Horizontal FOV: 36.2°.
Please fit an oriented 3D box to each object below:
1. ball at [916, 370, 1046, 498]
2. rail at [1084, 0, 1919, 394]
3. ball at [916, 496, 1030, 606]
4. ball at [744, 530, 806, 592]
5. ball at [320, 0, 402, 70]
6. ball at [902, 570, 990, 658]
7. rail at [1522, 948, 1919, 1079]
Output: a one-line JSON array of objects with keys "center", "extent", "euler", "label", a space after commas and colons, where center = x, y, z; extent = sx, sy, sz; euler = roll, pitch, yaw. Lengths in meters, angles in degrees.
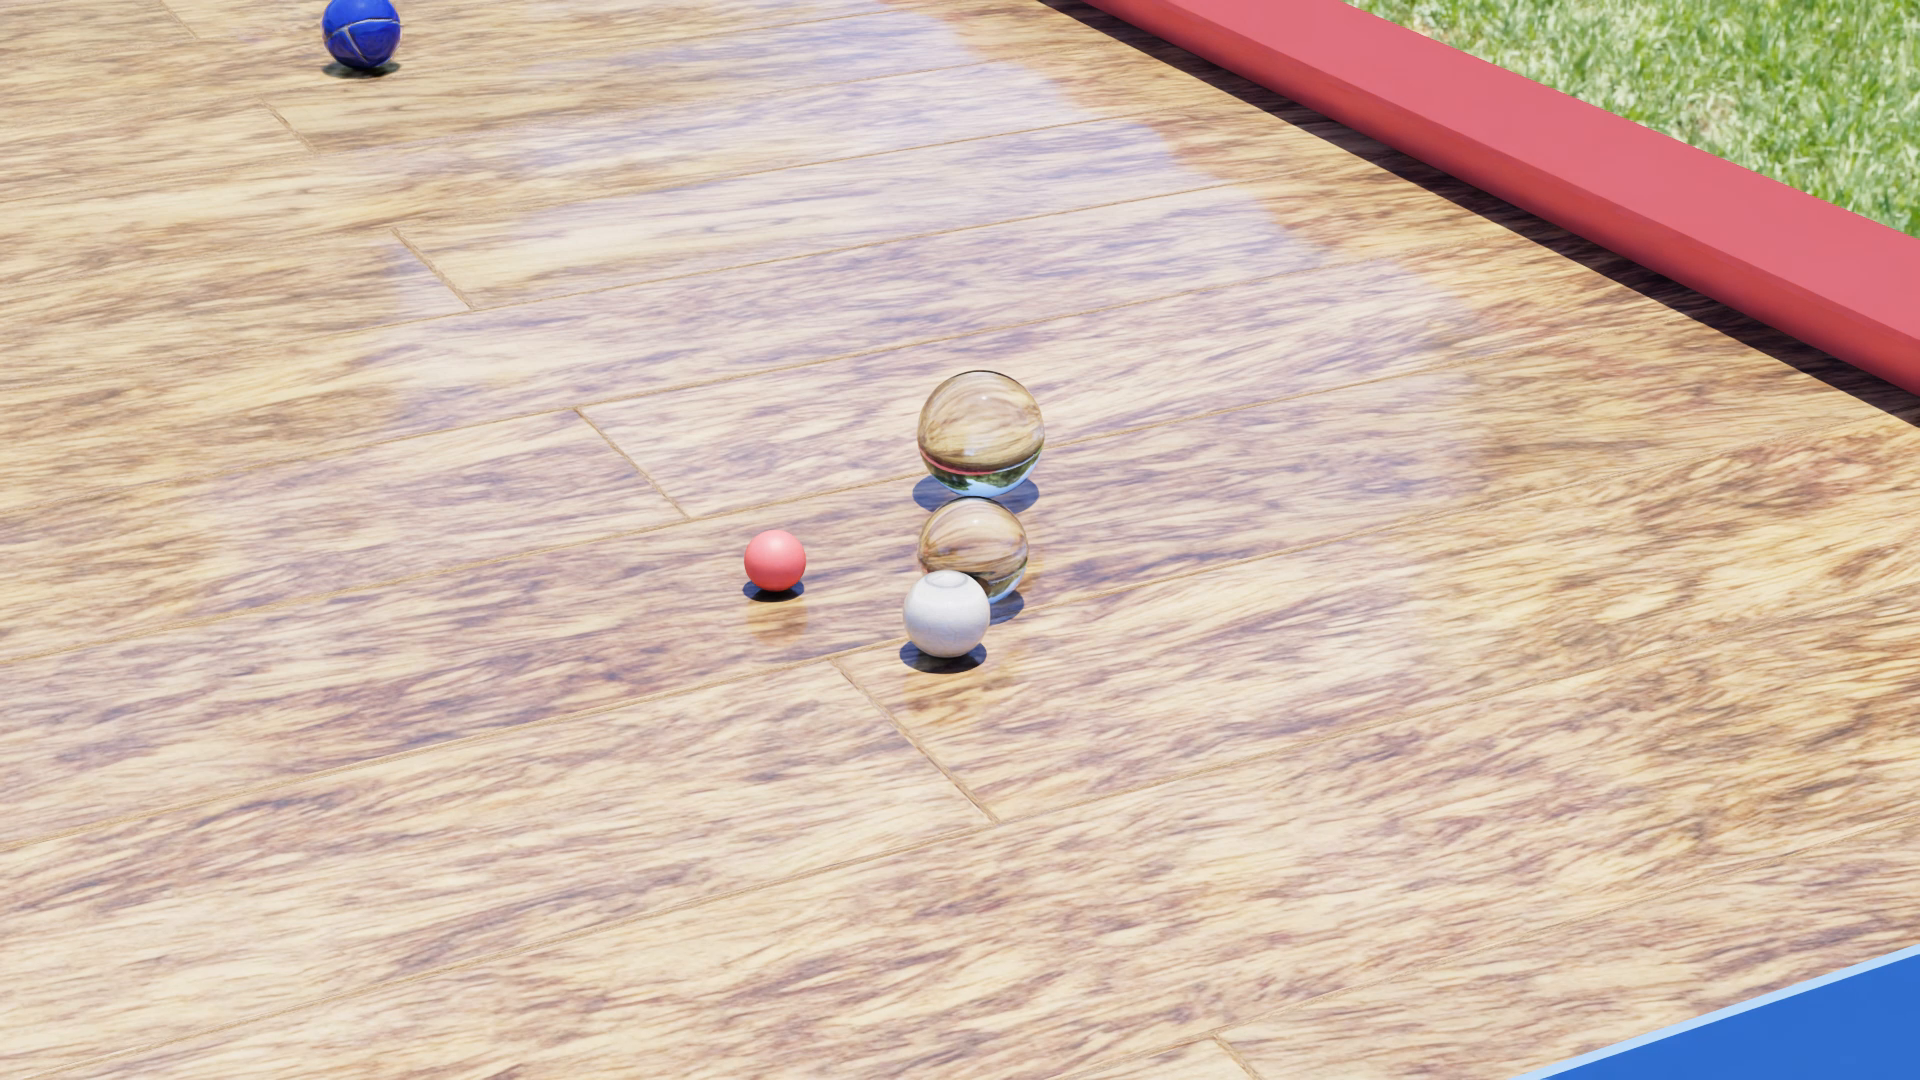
[{"center": [0.016, -0.081, 2.234], "extent": [0.098, 0.098, 0.098], "euler": [0, 25, 0], "label": "ball"}, {"center": [0.384, -0.497, 3.086], "extent": [0.045, 0.127, 3.253], "euler": [-12, 28, -24], "label": "rail"}, {"center": [0.009, 0.008, 2.067], "extent": [0.079, 0.079, 0.079], "euler": [0, 25, 0], "label": "ball"}, {"center": [-0.132, 0.015, 2.094], "extent": [0.044, 0.044, 0.044], "euler": [0, 25, 0], "label": "ball"}, {"center": [-0.670, -0.572, 3.292], "extent": [0.089, 0.089, 0.089], "euler": [0, 25, 0], "label": "ball"}, {"center": [-0.009, 0.050, 1.999], "extent": [0.060, 0.060, 0.060], "euler": [0, 25, 0], "label": "ball"}, {"center": [0.359, 0.272, 1.446], "extent": [1.739, 0.127, 0.045], "euler": [-12, 28, -24], "label": "rail"}]
